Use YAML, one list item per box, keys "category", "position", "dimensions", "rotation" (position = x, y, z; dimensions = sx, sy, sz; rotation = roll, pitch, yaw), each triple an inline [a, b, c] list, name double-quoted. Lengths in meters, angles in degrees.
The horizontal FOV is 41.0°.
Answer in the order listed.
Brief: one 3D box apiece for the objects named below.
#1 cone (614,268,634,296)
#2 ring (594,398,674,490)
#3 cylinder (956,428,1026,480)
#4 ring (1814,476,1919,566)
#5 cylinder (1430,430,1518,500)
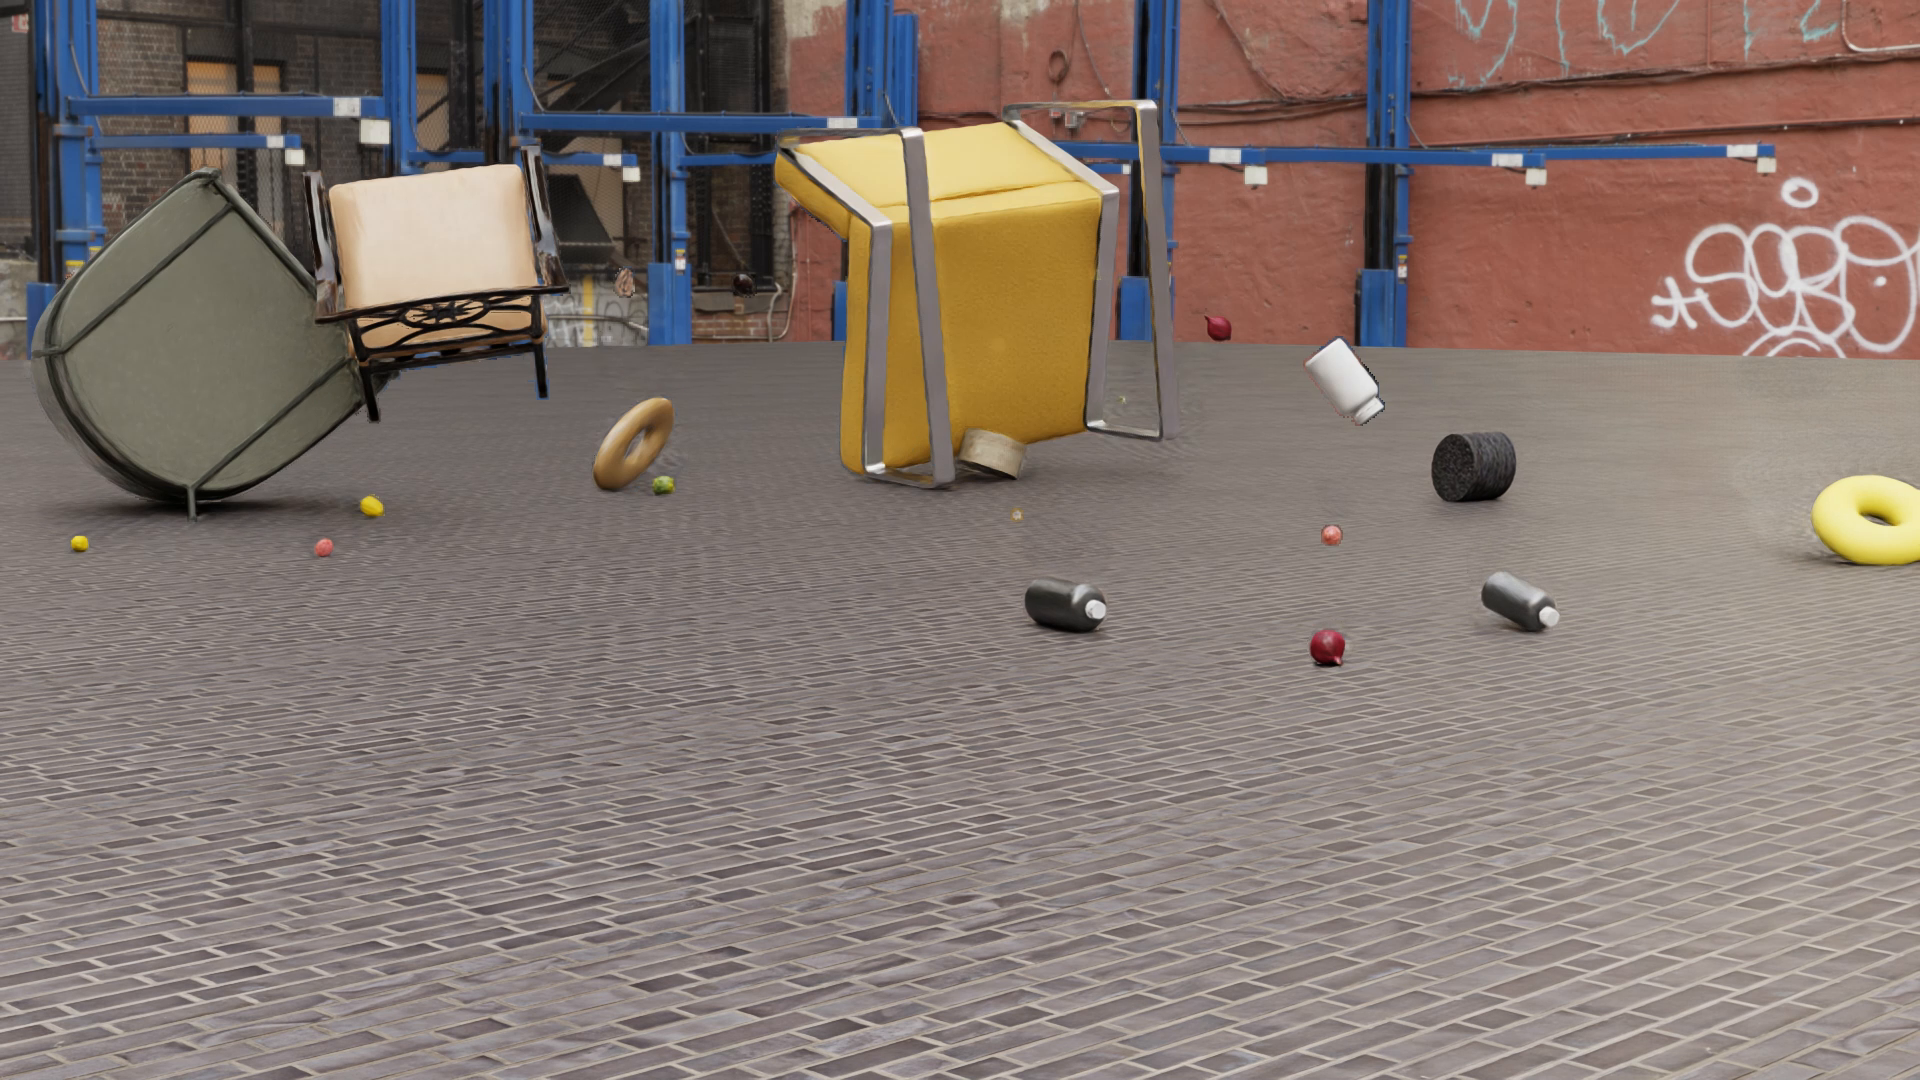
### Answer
- category: "cone"
  position: [-0.999, -0.750, 7.525]
  dimensions: [0.056, 0.087, 0.058]
  rotation: [-7, -26, 44]
- category: "ring"
  position: [-1.008, -0.300, 7.951]
  dimensions: [0.064, 0.237, 0.473]
  rotation: [16, 34, 18]
- category: "cylinder"
  position: [0.102, -0.278, 8.263]
  dimensions: [0.201, 0.109, 0.210]
  rotation: [16, -5, 15]
- category: "ring"
  position: [2.126, -0.044, 5.952]
  dimensions: [0.379, 0.092, 0.271]
  rotation: [-22, 49, -41]
- category: "cylinder"
  position: [1.510, -0.217, 7.540]
  dimensions: [0.198, 0.201, 0.155]
  rotation: [2, 19, -37]
